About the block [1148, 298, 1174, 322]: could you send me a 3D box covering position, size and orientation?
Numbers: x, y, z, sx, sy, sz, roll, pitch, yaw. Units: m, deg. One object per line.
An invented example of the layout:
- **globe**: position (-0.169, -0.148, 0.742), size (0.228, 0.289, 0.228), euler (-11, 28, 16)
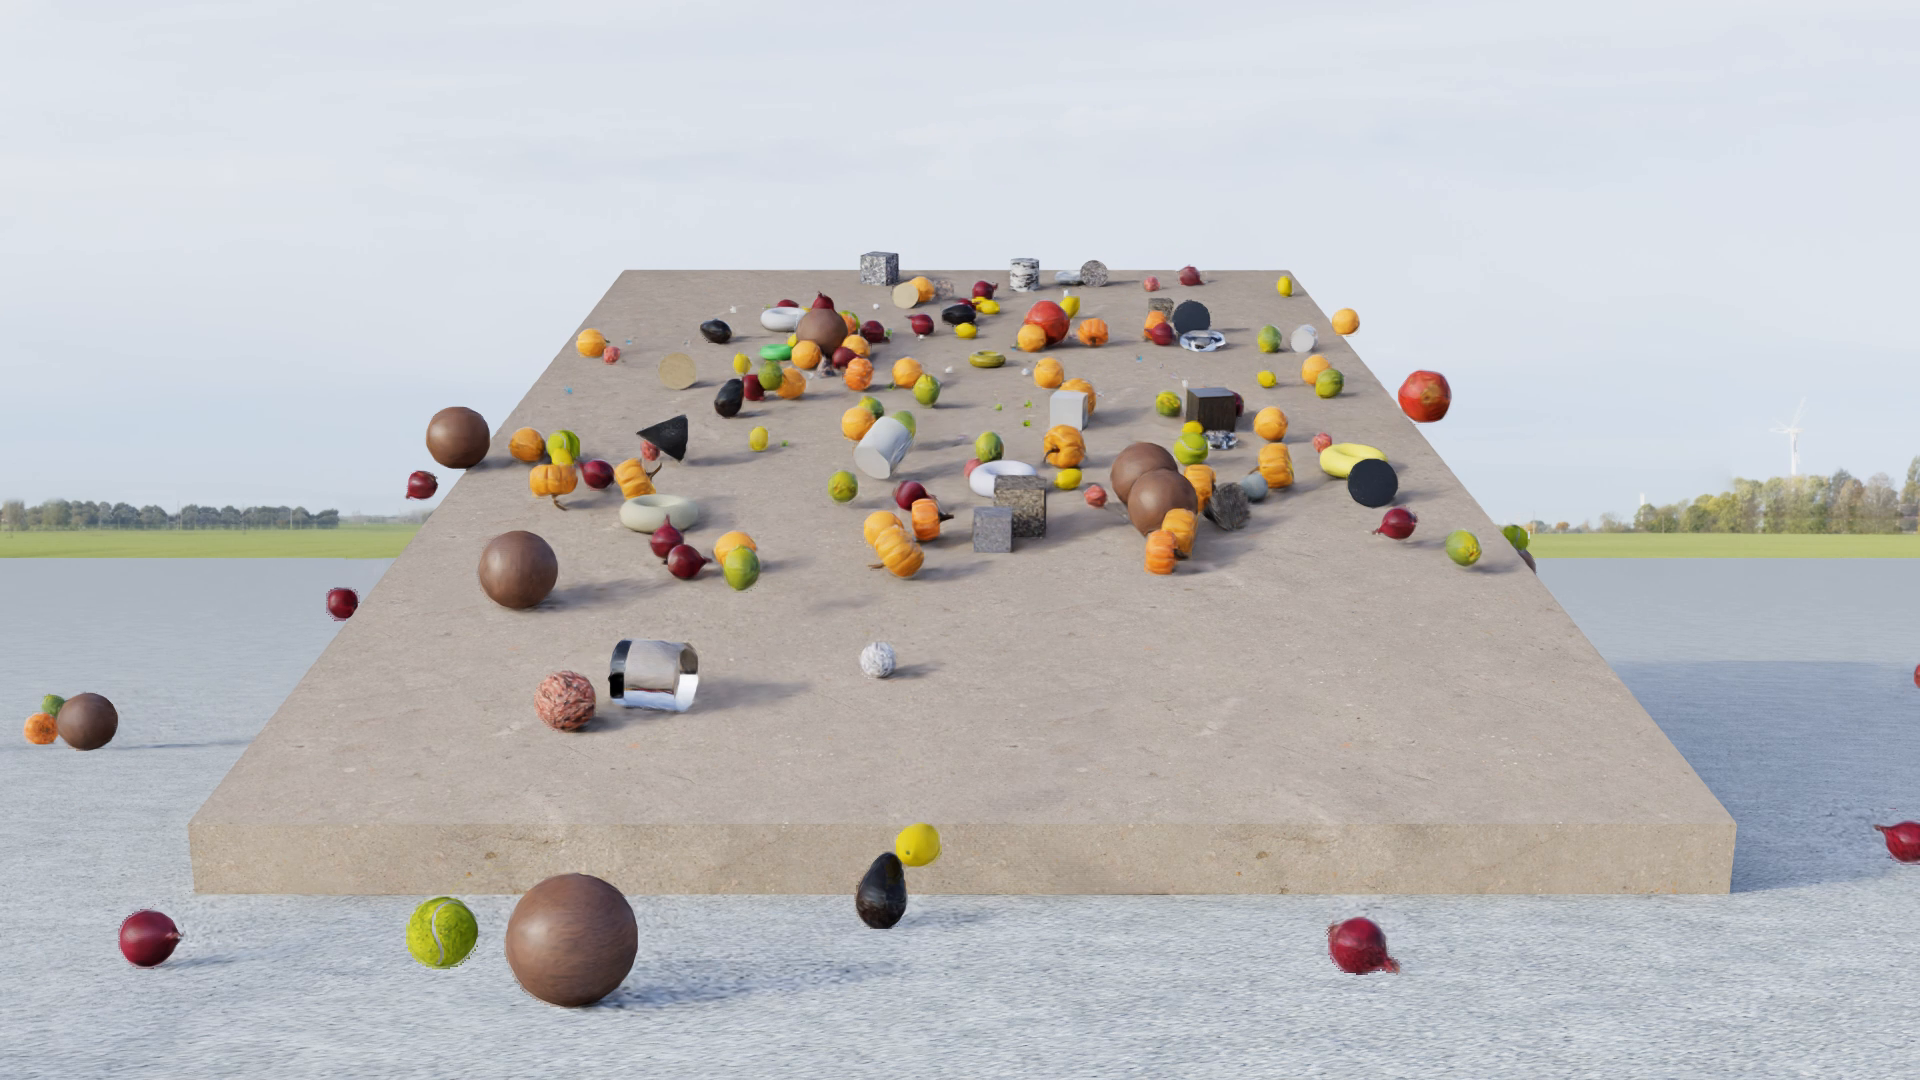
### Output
- **block**: position (0.538, -0.616, 5.959), size (0.056, 0.056, 0.056), euler (-2, 17, -6)

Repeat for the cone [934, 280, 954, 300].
- **cone**: position (-0.040, -0.698, 6.273), size (0.060, 0.060, 0.060), euler (0, -10, 12)

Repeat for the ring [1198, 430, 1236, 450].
- **ring**: position (0.544, -0.211, 4.699), size (0.081, 0.027, 0.081), euler (-1, 18, 0)

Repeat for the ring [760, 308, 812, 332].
- **ring**: position (-0.457, -0.581, 5.862), size (0.136, 0.045, 0.136), euler (1, 18, 0)

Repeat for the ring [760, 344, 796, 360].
- **ring**: position (-0.451, -0.465, 5.513), size (0.087, 0.029, 0.087), euler (1, 16, 0)

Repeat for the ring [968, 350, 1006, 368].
- **ring**: position (0.066, -0.442, 5.438), size (0.091, 0.030, 0.091), euler (1, 17, 0)

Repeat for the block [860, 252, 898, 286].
- **block**: position (-0.234, -0.791, 6.477), size (0.083, 0.083, 0.083), euler (8, 19, 25)

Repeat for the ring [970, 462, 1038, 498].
- **ring**: position (0.087, -0.118, 4.362), size (0.139, 0.046, 0.139), euler (-2, 20, 1)

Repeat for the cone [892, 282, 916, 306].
- **cone**: position (-0.145, -0.665, 6.156), size (0.074, 0.074, 0.074), euler (0, -18, 16)

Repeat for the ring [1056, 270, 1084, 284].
- **ring**: position (0.323, -0.765, 6.483), size (0.093, 0.031, 0.093), euler (0, 19, 0)

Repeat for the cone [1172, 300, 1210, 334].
- **cone**: position (0.598, -0.564, 5.810), size (0.098, 0.098, 0.098), euler (0, -10, -2)

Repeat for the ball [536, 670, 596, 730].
- **ball**: position (-0.561, 0.229, 3.171), size (0.084, 0.084, 0.084), euler (0, 0, 0)

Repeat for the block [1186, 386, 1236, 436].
- **block**: position (0.544, -0.280, 4.826), size (0.084, 0.084, 0.084), euler (-4, 18, -11)

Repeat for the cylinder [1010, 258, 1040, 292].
- **cylinder**: position (0.186, -0.761, 6.383), size (0.083, 0.083, 0.083), euler (0, 17, 0)

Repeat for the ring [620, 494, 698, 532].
- **ring**: position (-0.559, -0.049, 4.133), size (0.146, 0.049, 0.146), euler (1, 15, 0)

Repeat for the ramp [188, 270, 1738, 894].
- **ramp**: position (-0.003, -0.176, 4.796), size (2.000, 0.100, 4.000), euler (0, 17, 0)

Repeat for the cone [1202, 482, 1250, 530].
- **cone**: position (0.478, -0.055, 4.154), size (0.092, 0.092, 0.092), euler (0, -9, -31)

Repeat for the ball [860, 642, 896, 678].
- **ball**: position (-0.124, 0.182, 3.375), size (0.054, 0.054, 0.054), euler (0, 0, 0)

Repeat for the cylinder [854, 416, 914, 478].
- **cylinder**: position (-0.153, -0.183, 4.429), size (0.088, 0.088, 0.088), euler (0, 42, 42)

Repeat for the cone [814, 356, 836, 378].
- **cone**: position (-0.324, -0.420, 5.328), size (0.052, 0.052, 0.052), euler (0, 17, 0)

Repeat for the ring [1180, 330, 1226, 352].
- **ring**: position (0.613, -0.504, 5.629), size (0.115, 0.038, 0.115), euler (-1, 18, 0)

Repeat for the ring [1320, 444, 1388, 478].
- **ring**: position (0.796, -0.158, 4.495), size (0.137, 0.046, 0.137), euler (2, 20, -1)

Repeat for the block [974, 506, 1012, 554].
- **block**: position (0.058, -0.018, 4.002), size (0.067, 0.067, 0.067), euler (1, 17, 2)

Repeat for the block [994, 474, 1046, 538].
- **block**: position (0.110, -0.062, 4.098), size (0.094, 0.094, 0.094), euler (1, 17, 3)

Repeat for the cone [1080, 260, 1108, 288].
- **cone**: position (0.386, -0.763, 6.469), size (0.082, 0.082, 0.082), euler (0, -9, -2)

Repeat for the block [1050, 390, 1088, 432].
- **block**: position (0.238, -0.282, 4.853), size (0.071, 0.071, 0.071), euler (4, 18, 13)

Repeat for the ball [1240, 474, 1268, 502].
- **ball**: position (0.568, -0.101, 4.295), size (0.054, 0.054, 0.054), euler (0, 0, 0)

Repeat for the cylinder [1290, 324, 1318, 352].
- **cylinder**: position (0.866, -0.507, 5.601), size (0.060, 0.060, 0.060), euler (0, 16, 20)

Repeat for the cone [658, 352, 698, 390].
- **cone**: position (-0.668, -0.386, 5.238), size (0.090, 0.090, 0.090), euler (0, -10, -12)
